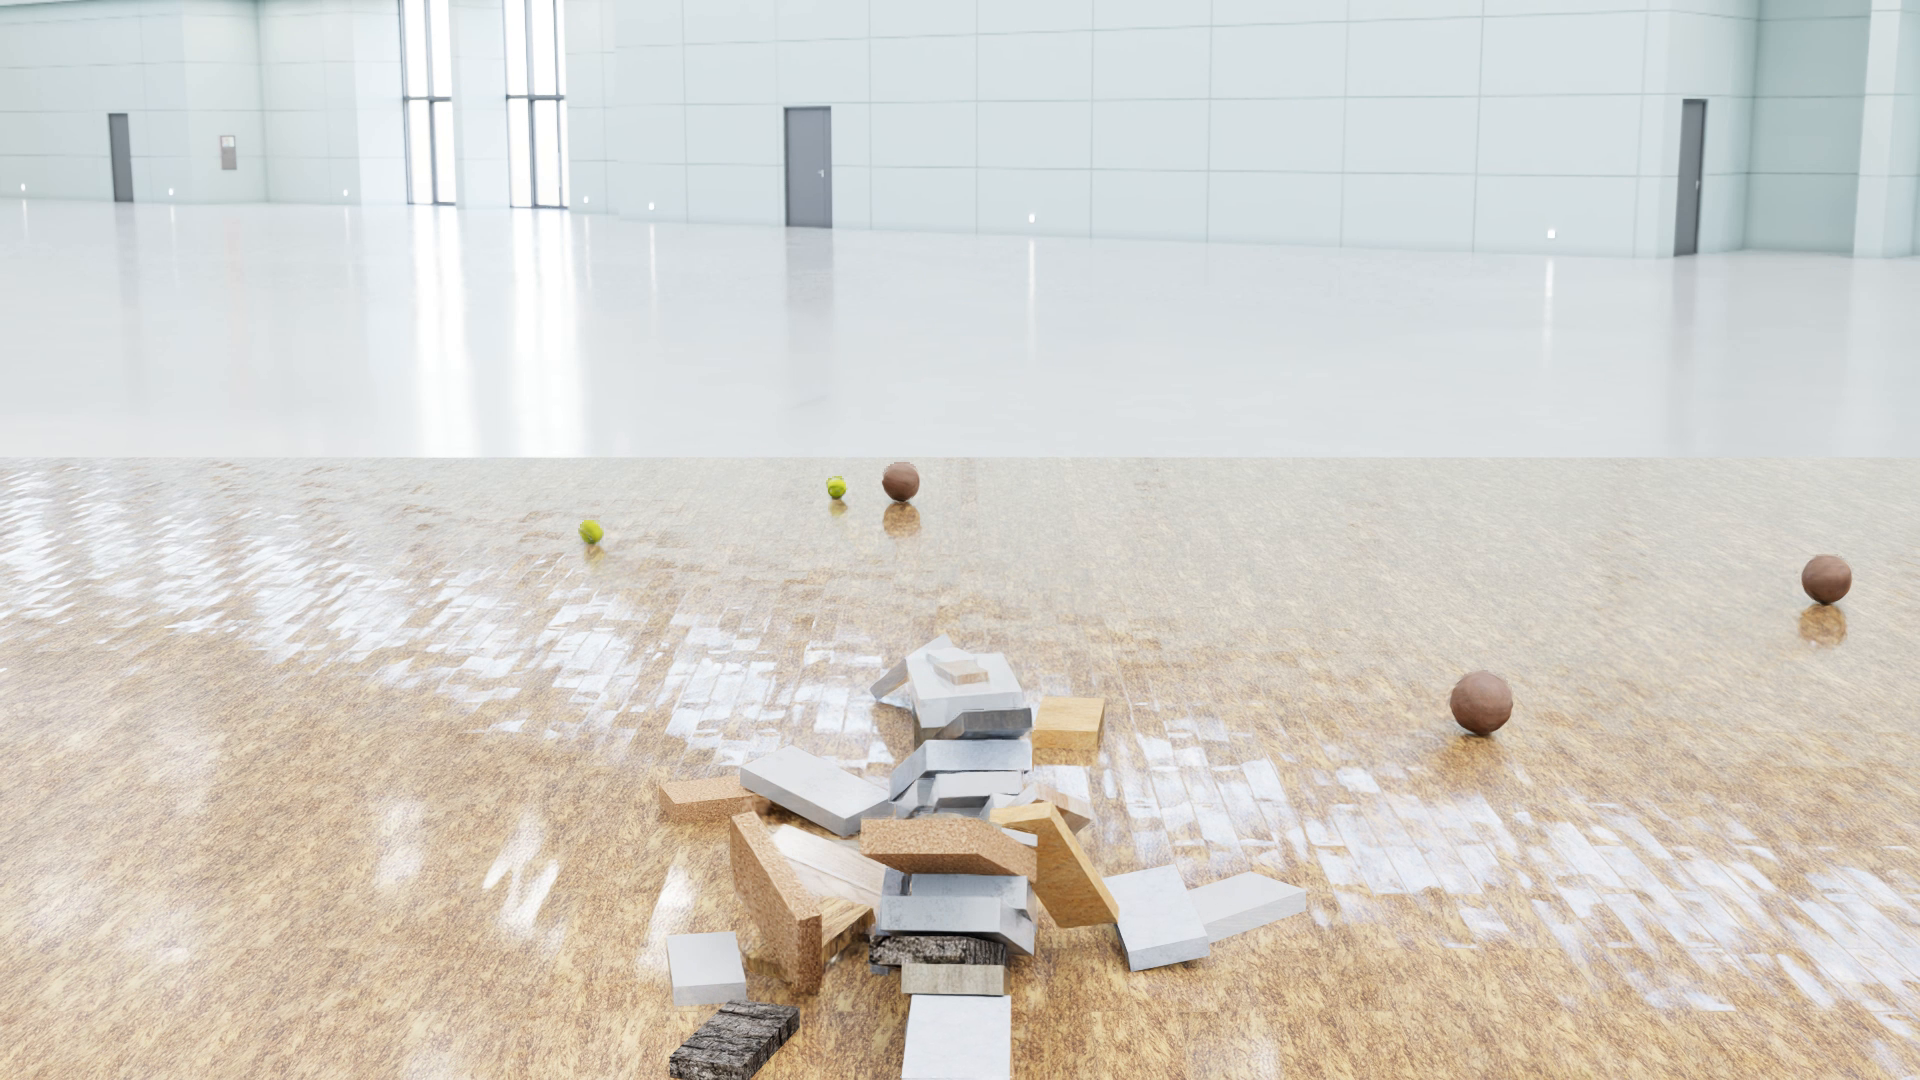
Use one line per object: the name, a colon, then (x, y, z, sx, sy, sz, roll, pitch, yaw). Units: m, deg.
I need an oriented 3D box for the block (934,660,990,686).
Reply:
block: (0.002, 0.223, 3.705, 0.058, 0.017, 0.117, -6, 9, -17)

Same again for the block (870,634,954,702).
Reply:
block: (-0.108, 0.280, 4.839, 0.116, 0.033, 0.232, -31, -6, -30)

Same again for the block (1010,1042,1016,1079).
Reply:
block: (0.004, 0.691, 2.852, 0.130, 0.037, 0.259, 1, -3, 0)

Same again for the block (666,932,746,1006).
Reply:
block: (-0.383, 0.643, 3.304, 0.105, 0.030, 0.211, -2, 11, -10)

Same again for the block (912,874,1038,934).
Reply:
block: (0.026, 0.554, 3.337, 0.167, 0.047, 0.334, 1, -16, 5)

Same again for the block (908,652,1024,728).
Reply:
block: (0.005, 0.252, 3.728, 0.168, 0.048, 0.337, -4, 8, -4)

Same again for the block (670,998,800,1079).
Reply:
block: (-0.309, 0.692, 3.036, 0.105, 0.030, 0.211, 3, 11, 17)

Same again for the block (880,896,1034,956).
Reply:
block: (0.002, 0.565, 3.208, 0.167, 0.047, 0.334, -1, -16, 10)

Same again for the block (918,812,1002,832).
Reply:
block: (0.000, 0.401, 3.095, 0.058, 0.017, 0.117, -10, -20, 37)

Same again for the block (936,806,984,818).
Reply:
block: (0.018, 0.509, 3.499, 0.129, 0.258, 0.037, -1, 51, -9)

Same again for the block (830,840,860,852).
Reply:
block: (-0.216, 0.545, 3.867, 0.117, 0.017, 0.058, 0, 11, 2)

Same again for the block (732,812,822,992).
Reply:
block: (-0.276, 0.539, 3.295, 0.038, 0.134, 0.268, -12, 33, -23)

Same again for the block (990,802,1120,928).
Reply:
block: (0.145, 0.496, 3.332, 0.097, 0.296, 0.028, -10, 46, 22)

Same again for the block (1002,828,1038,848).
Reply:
block: (0.054, 0.432, 3.197, 0.058, 0.017, 0.117, -10, -20, 37)

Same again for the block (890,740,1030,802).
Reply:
block: (-0.005, 0.390, 3.689, 0.168, 0.048, 0.391, 1, -14, -10)

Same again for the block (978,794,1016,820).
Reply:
block: (0.063, 0.478, 3.408, 0.110, 0.220, 0.031, 10, 43, -20)

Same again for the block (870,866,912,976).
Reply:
block: (-0.100, 0.550, 3.333, 0.028, 0.194, 0.097, 11, 15, 8)

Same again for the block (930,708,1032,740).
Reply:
block: (0.028, 0.319, 3.586, 0.110, 0.031, 0.306, -2, -13, -13)

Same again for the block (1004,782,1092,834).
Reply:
block: (0.088, 0.457, 3.345, 0.110, 0.220, 0.031, 25, 37, -30)

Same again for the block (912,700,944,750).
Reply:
block: (-0.004, 0.383, 3.979, 0.153, 0.306, 0.043, 0, 36, 2)

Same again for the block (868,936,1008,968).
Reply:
block: (-0.027, 0.581, 3.082, 0.134, 0.038, 0.268, -2, -13, 13)

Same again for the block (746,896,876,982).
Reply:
block: (-0.227, 0.611, 3.368, 0.097, 0.028, 0.194, 6, 24, 35)

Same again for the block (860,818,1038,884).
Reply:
block: (-0.011, 0.447, 3.140, 0.167, 0.047, 0.334, -2, -16, 15)

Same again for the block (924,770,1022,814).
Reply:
block: (0.019, 0.417, 3.470, 0.129, 0.037, 0.258, -2, -20, -6)

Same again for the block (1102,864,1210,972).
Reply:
block: (0.303, 0.588, 3.441, 0.123, 0.035, 0.247, -11, 18, -3)

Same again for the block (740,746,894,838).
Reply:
block: (-0.266, 0.464, 4.081, 0.269, 0.038, 0.135, 21, 27, 36)

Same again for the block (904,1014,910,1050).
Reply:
block: (-0.004, 0.663, 3.006, 0.130, 0.037, 0.259, 1, -3, 1)

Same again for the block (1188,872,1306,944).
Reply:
block: (0.430, 0.594, 3.553, 0.247, 0.035, 0.123, -9, 14, -40)

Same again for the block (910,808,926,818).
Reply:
block: (-0.009, 0.494, 3.741, 0.153, 0.043, 0.306, 0, -14, -6)

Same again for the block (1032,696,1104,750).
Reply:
block: (0.232, 0.386, 4.661, 0.135, 0.038, 0.269, 1, 11, 7)

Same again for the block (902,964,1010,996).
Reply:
block: (-0.002, 0.615, 3.059, 0.134, 0.038, 0.353, 1, -13, 3)

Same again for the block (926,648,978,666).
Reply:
block: (-0.015, 0.207, 3.821, 0.058, 0.017, 0.117, -6, 8, -17)

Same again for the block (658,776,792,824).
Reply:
block: (-0.389, 0.480, 4.155, 0.336, 0.038, 0.135, -4, 11, -20)

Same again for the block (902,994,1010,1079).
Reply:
block: (-0.002, 0.639, 2.766, 0.130, 0.037, 0.259, 1, 11, 2)

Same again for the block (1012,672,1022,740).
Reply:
block: (0.028, 0.310, 4.097, 0.168, 0.048, 0.337, 2, -18, 1)

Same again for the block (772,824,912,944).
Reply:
block: (-0.207, 0.558, 3.563, 0.364, 0.035, 0.123, 12, 52, 48)

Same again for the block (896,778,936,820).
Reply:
block: (-0.015, 0.445, 3.722, 0.153, 0.043, 0.306, 0, -14, -8)
